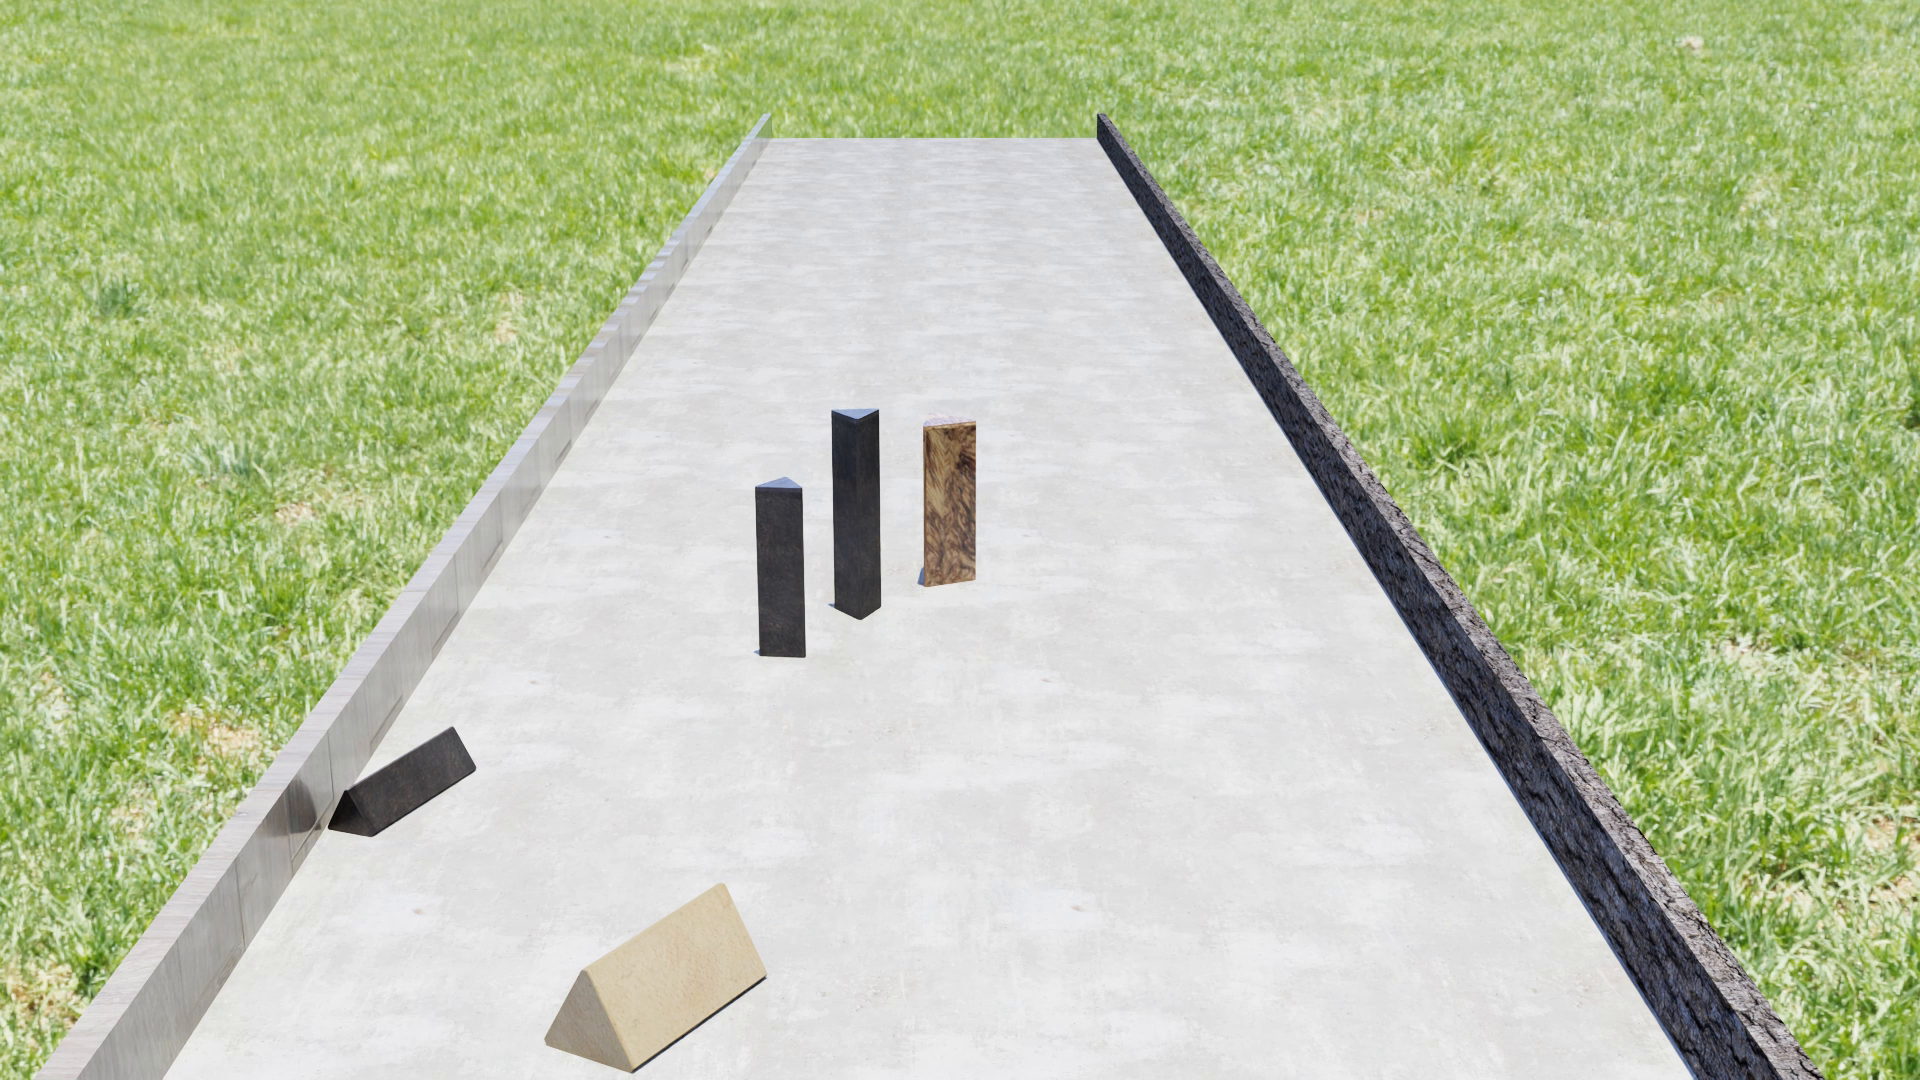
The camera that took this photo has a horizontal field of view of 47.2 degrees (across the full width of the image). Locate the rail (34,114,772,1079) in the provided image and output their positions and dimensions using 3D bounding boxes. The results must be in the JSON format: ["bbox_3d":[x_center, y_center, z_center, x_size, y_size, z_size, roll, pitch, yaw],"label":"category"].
[{"bbox_3d":[-1.118,-0.838,7.780,0.050,0.150,12.000,0,17,-1],"label":"rail"}]

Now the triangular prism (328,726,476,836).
[{"bbox_3d":[-0.946,0.403,3.732,0.087,0.075,0.306,6,18,20],"label":"triangular prism"}]

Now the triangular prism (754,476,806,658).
[{"bbox_3d":[-0.354,0.054,4.422,0.094,0.355,0.081,2,17,6],"label":"triangular prism"}]

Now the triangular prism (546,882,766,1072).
[{"bbox_3d":[-0.415,0.586,3.020,0.148,0.128,0.306,10,19,29],"label":"triangular prism"}]

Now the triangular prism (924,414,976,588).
[{"bbox_3d":[-0.045,-0.093,4.896,0.127,0.367,0.110,-8,18,-25],"label":"triangular prism"}]

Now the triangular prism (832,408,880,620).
[{"bbox_3d":[-0.205,-0.059,4.656,0.086,0.438,0.100,-12,20,-34],"label":"triangular prism"}]

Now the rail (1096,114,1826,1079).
[{"bbox_3d":[0.932,-0.844,7.801,0.050,0.150,12.000,0,17,-1],"label":"rail"}]
